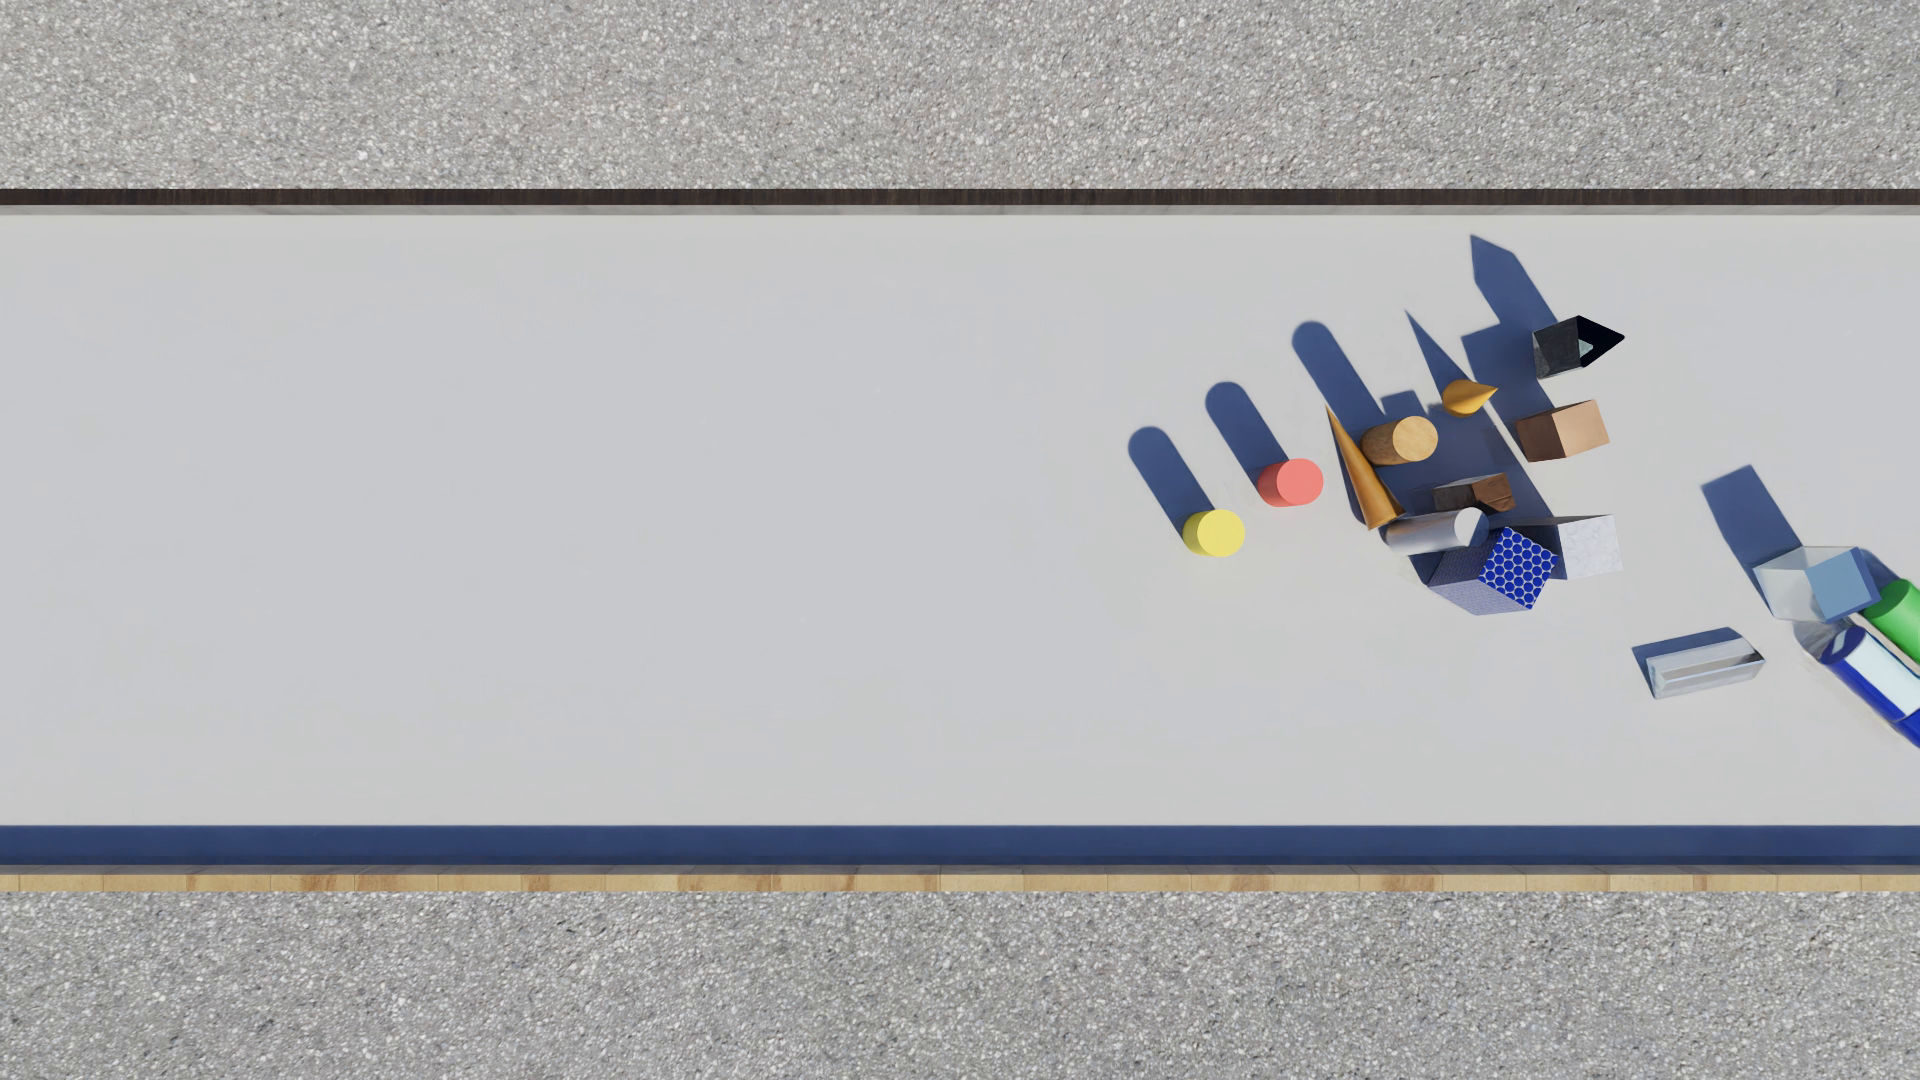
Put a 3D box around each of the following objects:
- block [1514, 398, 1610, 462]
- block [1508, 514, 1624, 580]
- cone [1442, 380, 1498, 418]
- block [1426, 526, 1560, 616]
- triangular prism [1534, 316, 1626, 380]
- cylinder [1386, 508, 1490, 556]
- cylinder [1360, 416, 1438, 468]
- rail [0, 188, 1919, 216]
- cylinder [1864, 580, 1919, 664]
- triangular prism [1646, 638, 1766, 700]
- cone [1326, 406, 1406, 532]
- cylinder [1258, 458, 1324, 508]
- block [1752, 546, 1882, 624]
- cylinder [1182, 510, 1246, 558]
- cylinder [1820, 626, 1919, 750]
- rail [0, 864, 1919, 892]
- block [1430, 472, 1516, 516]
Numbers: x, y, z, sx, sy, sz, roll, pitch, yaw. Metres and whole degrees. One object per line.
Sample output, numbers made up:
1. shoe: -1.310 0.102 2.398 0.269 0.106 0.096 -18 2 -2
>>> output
1. block: 1.791 -0.322 4.917 0.134 0.320 0.134 -19 90 0
2. block: 1.767 0.020 4.850 0.158 0.454 0.158 -11 90 0
3. cone: 1.545 -0.436 4.905 0.119 0.342 0.119 0 90 0
4. block: 1.560 0.097 4.852 0.173 0.433 0.173 30 84 0
5. triangular prism: 1.802 -0.589 4.894 0.150 0.365 0.130 -36 90 0
6. cylinder: 1.409 -0.023 4.881 0.114 0.374 0.114 1 85 -16
7. cylinder: 1.292 -0.288 4.879 0.128 0.395 0.128 0 90 0
8. rail: -2.247 -1.025 5.002 12.000 0.150 0.050 0 90 0
9. cylinder: 2.958 0.312 4.996 0.400 0.162 0.162 41 90 0
10. triangular prism: 2.275 0.395 5.017 0.306 0.112 0.129 -12 90 0
11. cone: 1.211 -0.238 5.045 0.126 0.126 0.414 -26 81 0
12. cylinder: 0.984 -0.169 4.922 0.137 0.308 0.137 0 90 0
13. block: 2.553 0.131 4.922 0.171 0.309 0.171 -24 90 0
14. cylinder: 0.753 -0.020 4.916 0.138 0.321 0.138 0 90 0
15. cylinder: 2.827 0.457 4.996 0.413 0.160 0.160 42 90 0
16. rail: -2.247 1.025 5.001 12.000 0.150 0.050 0 90 0
17. block: 1.523 -0.125 4.908 0.105 0.331 0.105 -18 90 -4
